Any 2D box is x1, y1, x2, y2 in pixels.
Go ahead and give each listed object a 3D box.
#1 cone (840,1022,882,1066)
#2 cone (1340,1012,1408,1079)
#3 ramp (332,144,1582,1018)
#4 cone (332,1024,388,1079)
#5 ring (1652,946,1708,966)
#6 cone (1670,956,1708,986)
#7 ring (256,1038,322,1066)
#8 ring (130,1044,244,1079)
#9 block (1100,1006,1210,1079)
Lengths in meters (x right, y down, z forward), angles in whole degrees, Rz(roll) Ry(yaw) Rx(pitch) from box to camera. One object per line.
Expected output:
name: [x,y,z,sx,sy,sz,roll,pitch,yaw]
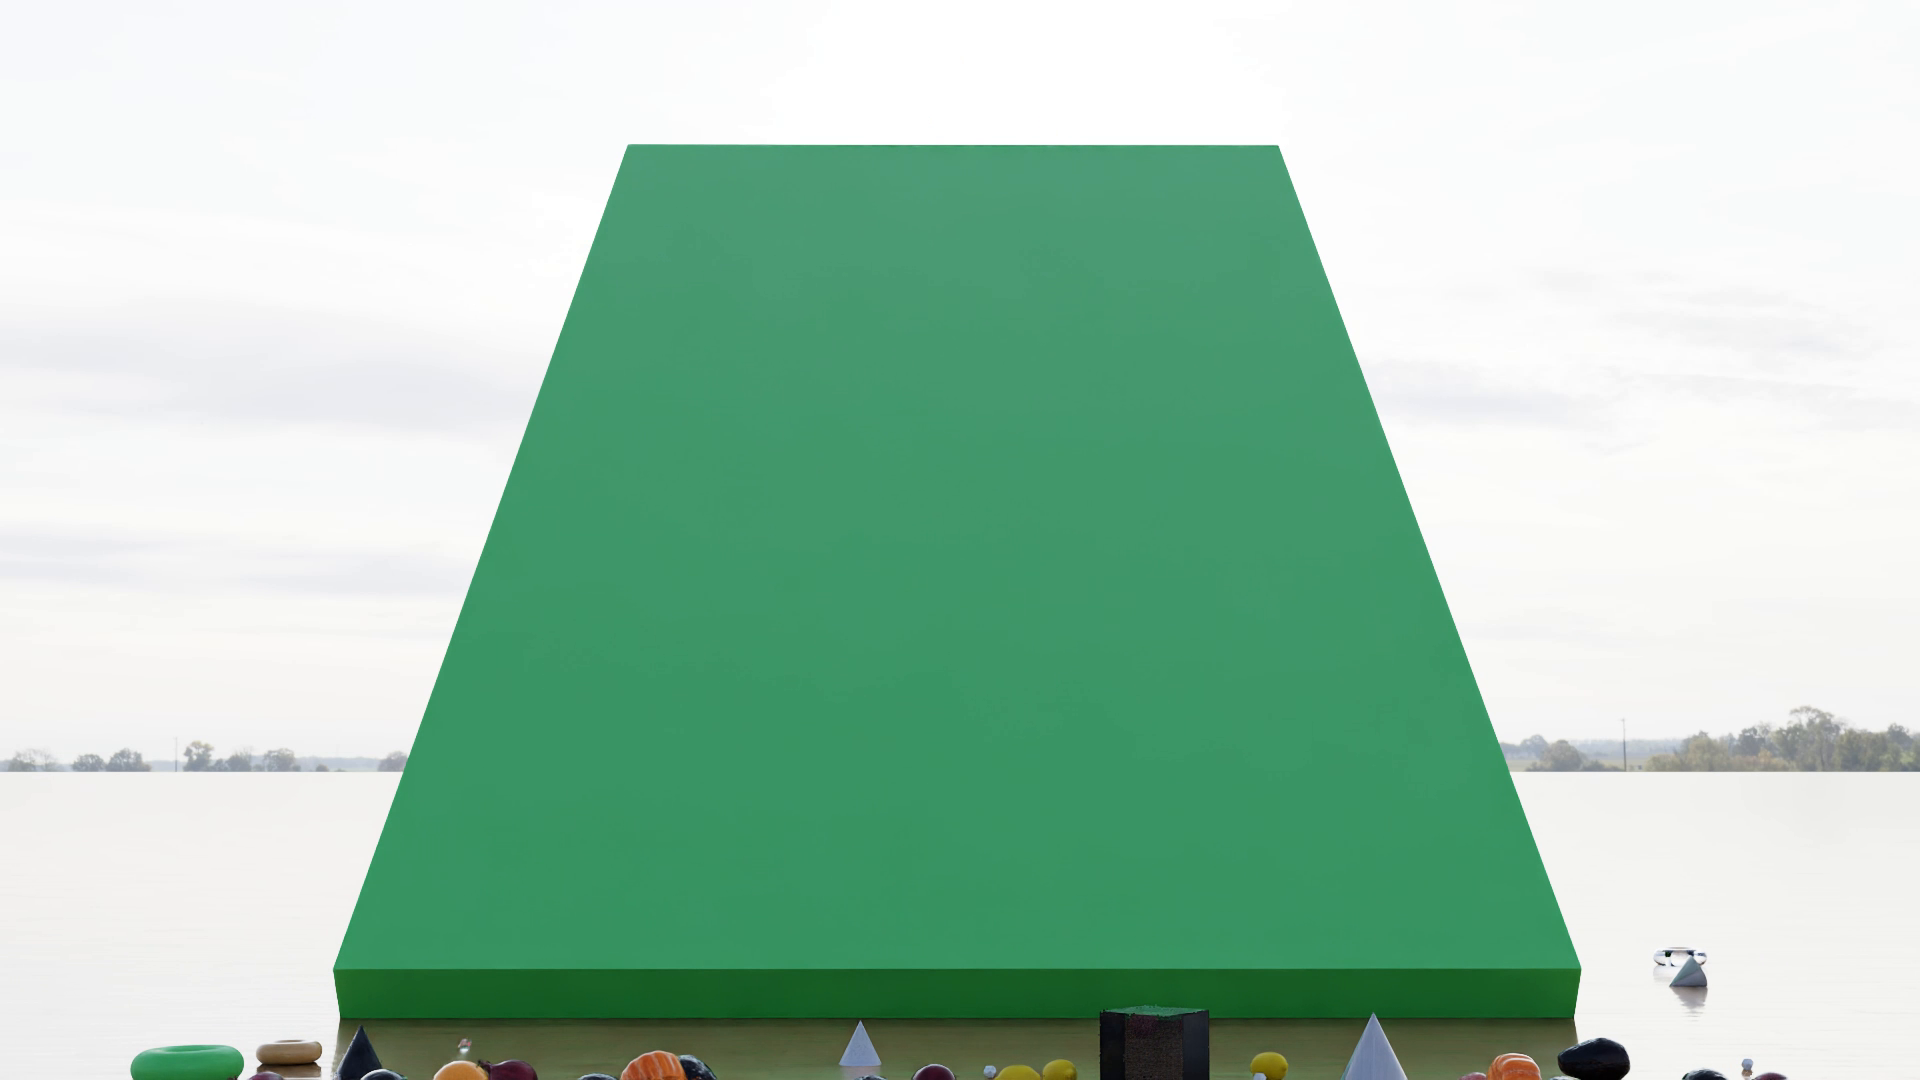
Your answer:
cone: [-0.137,0.689,3.282,0.059,0.059,0.059,0,-5,0]
cone: [0.536,0.656,3.096,0.089,0.089,0.089,0,-5,0]
ramp: [-0.012,-0.221,5.611,2.000,0.100,4.000,0,28,0]
cone: [-0.756,0.652,3.016,0.082,0.082,0.082,0,-5,0]
ring: [1.474,0.853,4.897,0.109,0.036,0.109,-1,-5,0]
cone: [1.339,0.812,4.428,0.063,0.063,0.063,-26,-3,-5]
ring: [-0.923,0.704,3.292,0.089,0.030,0.089,-1,-6,0]
ring: [-0.990,0.675,3.065,0.140,0.047,0.140,-1,-6,0]
block: [0.246,0.644,3.016,0.099,0.099,0.099,-4,-7,39]
